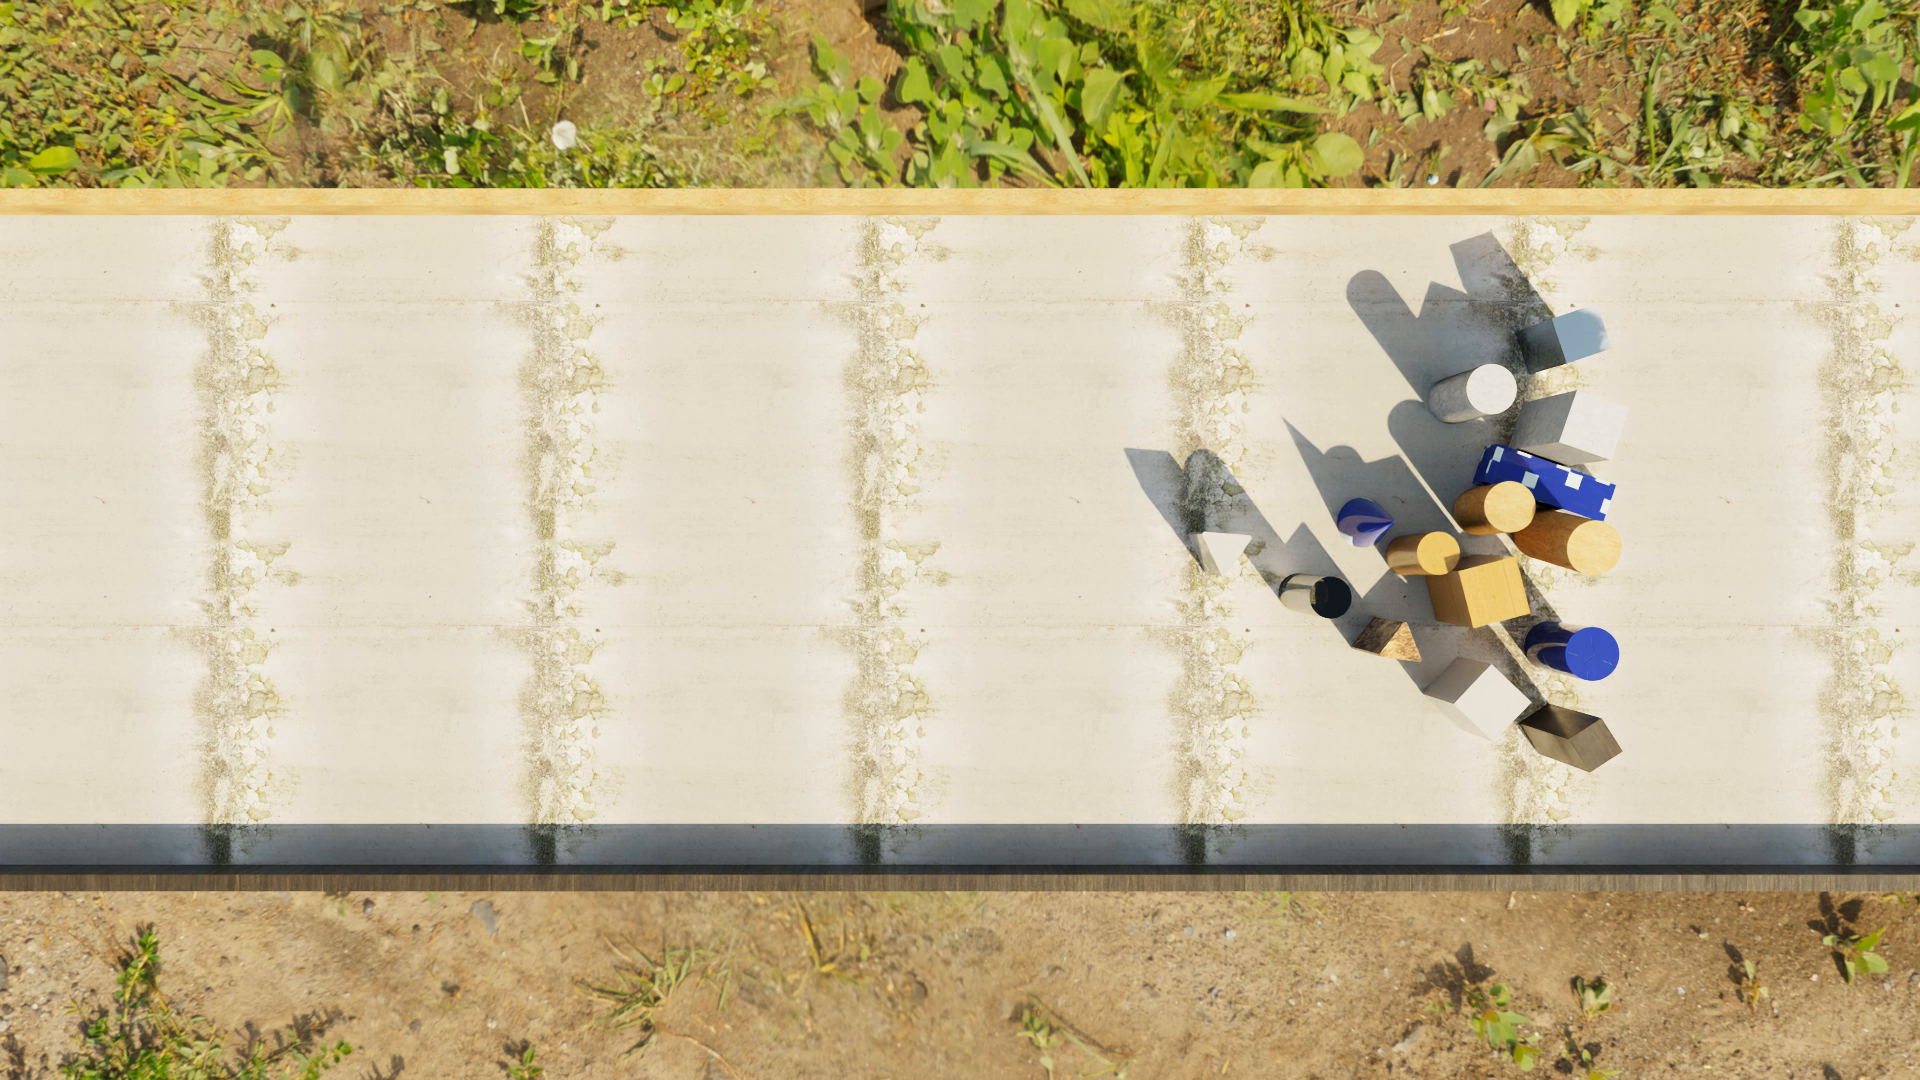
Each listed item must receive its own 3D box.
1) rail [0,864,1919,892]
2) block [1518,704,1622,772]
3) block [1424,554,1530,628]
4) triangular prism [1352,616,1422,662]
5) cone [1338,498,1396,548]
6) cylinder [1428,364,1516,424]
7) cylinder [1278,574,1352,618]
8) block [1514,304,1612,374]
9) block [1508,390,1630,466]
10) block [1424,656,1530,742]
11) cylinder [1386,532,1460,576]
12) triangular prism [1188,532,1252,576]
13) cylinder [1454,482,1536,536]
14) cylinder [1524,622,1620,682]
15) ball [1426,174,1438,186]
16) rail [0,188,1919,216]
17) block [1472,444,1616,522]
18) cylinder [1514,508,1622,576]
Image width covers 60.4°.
[{"bbox_3d":[-2.247,1.025,5.001,12.000,0.150,0.050,0,90,0],"label":"rail"},{"bbox_3d":[1.796,0.580,4.867,0.112,0.419,0.112,-33,90,0],"label":"block"},{"bbox_3d":[1.527,0.148,4.894,0.168,0.364,0.168,-15,90,0],"label":"block"},{"bbox_3d":[1.271,0.288,4.905,0.121,0.343,0.105,8,90,0],"label":"triangular prism"},{"bbox_3d":[1.238,-0.053,4.879,0.155,0.394,0.155,0,90,0],"label":"cone"},{"bbox_3d":[1.510,-0.429,4.881,0.143,0.390,0.143,0,90,0],"label":"cylinder"},{"bbox_3d":[1.040,0.162,4.852,0.119,0.450,0.119,0,90,0],"label":"cylinder"},{"bbox_3d":[1.795,-0.596,4.918,0.137,0.316,0.137,-19,90,0],"label":"block"},{"bbox_3d":[1.782,-0.323,4.855,0.155,0.443,0.155,19,90,0],"label":"block"},{"bbox_3d":[1.535,0.470,4.916,0.159,0.321,0.159,44,90,0],"label":"block"},{"bbox_3d":[1.376,0.043,4.916,0.125,0.317,0.125,0,88,-2],"label":"cylinder"},{"bbox_3d":[0.752,0.014,4.923,0.122,0.307,0.141,35,90,0],"label":"triangular prism"},{"bbox_3d":[1.591,-0.092,4.919,0.148,0.310,0.148,0,88,1],"label":"cylinder"},{"bbox_3d":[1.815,0.327,4.905,0.156,0.343,0.156,0,90,0],"label":"cylinder"},{"bbox_3d":[7.483,-5.709,26.119,0.188,0.188,0.188,0,90,0],"label":"ball"},{"bbox_3d":[-2.247,-1.025,5.002,12.000,0.150,0.050,0,90,0],"label":"rail"},{"bbox_3d":[1.774,-0.171,5.016,0.377,0.121,0.121,19,90,0],"label":"block"},{"bbox_3d":[1.787,0.001,4.866,0.157,0.406,0.157,0,96,-2],"label":"cylinder"}]
